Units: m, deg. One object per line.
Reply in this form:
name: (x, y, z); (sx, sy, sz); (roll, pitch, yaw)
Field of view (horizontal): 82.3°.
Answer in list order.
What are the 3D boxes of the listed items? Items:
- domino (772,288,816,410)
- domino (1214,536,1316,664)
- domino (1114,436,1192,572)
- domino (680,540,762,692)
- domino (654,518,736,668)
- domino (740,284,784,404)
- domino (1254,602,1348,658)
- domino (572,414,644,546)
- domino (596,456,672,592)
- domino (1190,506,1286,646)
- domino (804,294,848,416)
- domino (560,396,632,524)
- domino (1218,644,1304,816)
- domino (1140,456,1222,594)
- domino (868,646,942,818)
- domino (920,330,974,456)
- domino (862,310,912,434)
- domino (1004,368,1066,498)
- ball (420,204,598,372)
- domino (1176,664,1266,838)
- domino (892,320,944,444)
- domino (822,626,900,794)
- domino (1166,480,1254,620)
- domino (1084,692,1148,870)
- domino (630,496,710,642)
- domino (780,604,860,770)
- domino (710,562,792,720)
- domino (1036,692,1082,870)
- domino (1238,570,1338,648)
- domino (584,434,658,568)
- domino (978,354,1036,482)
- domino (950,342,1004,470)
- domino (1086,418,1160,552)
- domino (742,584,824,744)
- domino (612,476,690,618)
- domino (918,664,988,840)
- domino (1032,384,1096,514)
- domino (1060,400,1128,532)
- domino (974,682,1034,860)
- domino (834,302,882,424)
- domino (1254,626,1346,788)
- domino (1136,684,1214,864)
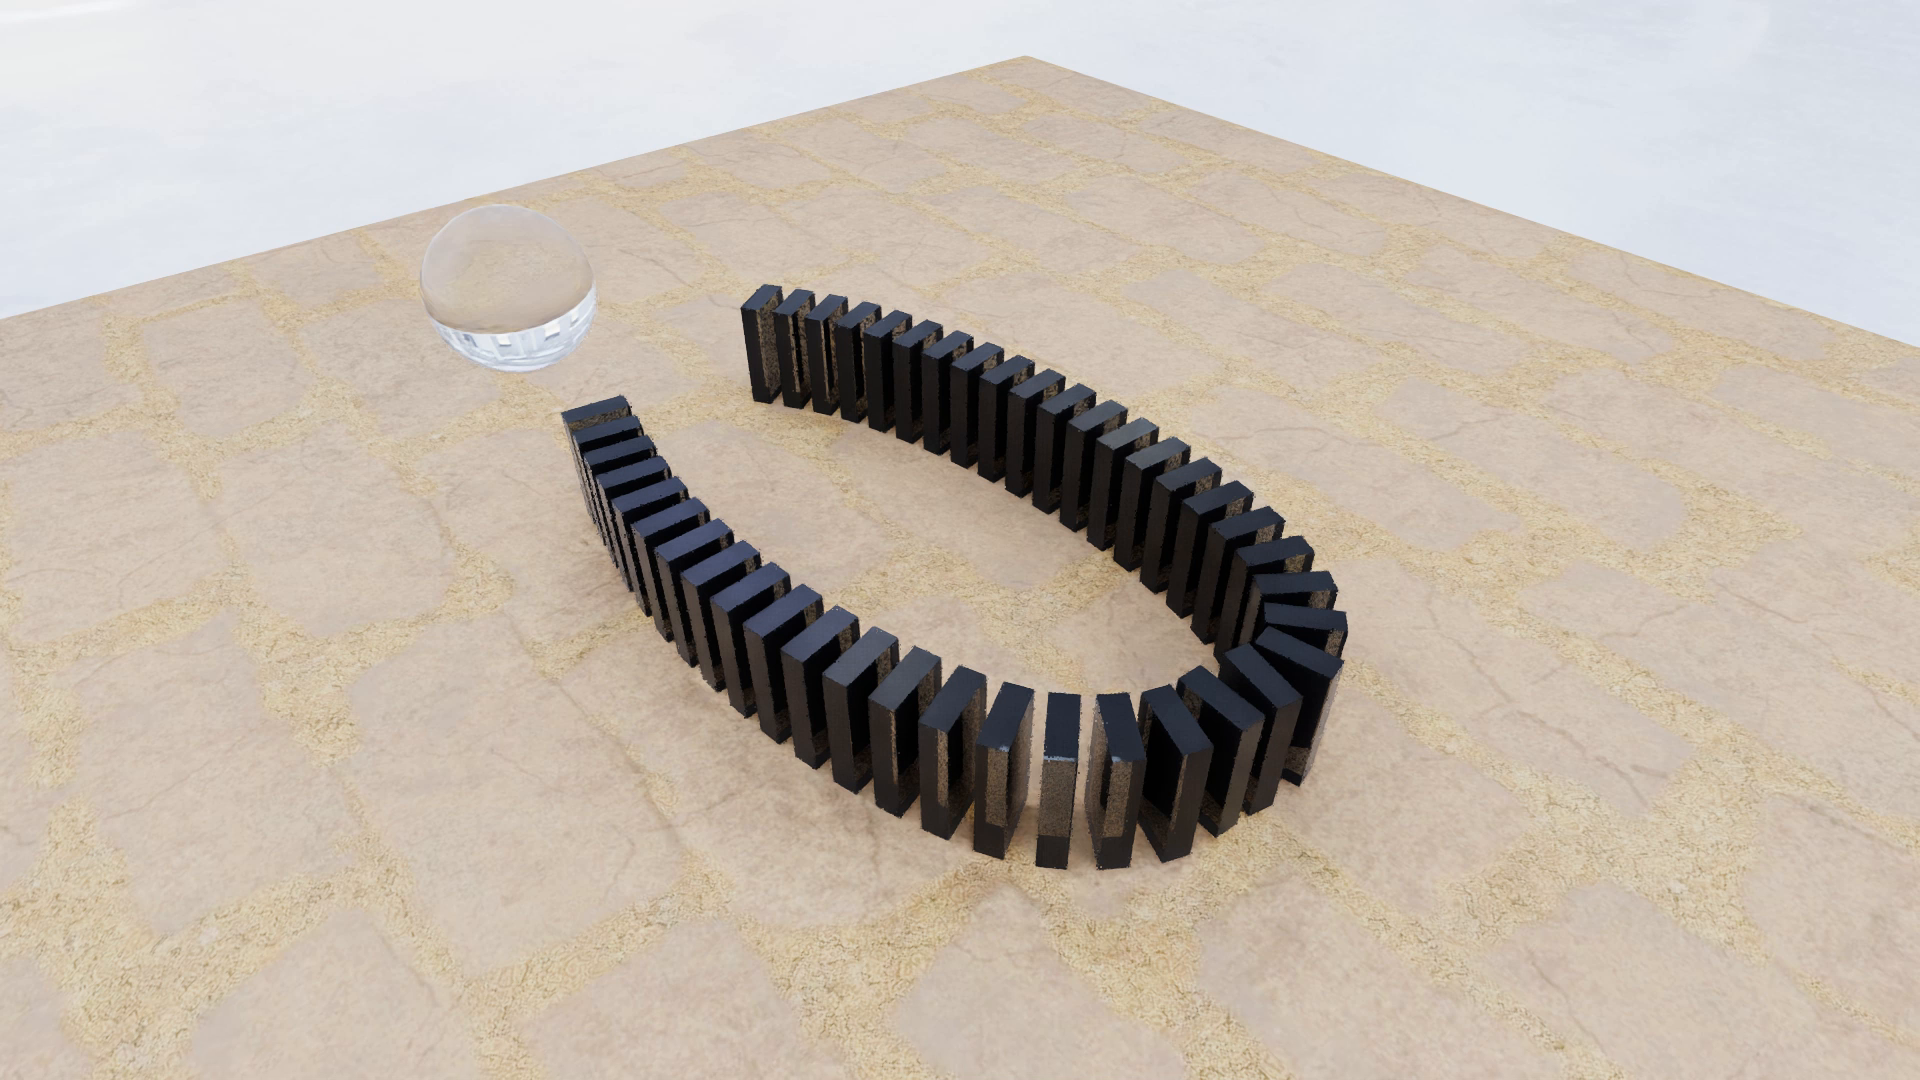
domino: (-0.076, -0.090, 0.522); (0.009, 0.050, 0.025); (12, 41, 14)
domino: (0.105, 0.023, 0.384); (0.025, 0.050, 0.009); (-11, 41, -14)
domino: (0.074, -0.013, 0.428); (0.025, 0.050, 0.009); (-24, 45, -27)
domino: (-0.079, 0.027, 0.379); (0.025, 0.050, 0.009); (-31, 49, -32)
domino: (-0.090, 0.019, 0.388); (0.025, 0.050, 0.009); (-29, 48, -31)
domino: (-0.092, -0.093, 0.526); (0.009, 0.050, 0.025); (11, 41, 13)
domino: (0.108, 0.043, 0.359); (0.025, 0.050, 0.009); (6, 40, 8)
domino: (-0.136, -0.024, 0.440); (0.025, 0.050, 0.009); (-20, 43, -22)
domino: (-0.120, -0.006, 0.418); (0.025, 0.050, 0.009); (-22, 44, -24)
domino: (0.099, 0.013, 0.395); (0.025, 0.050, 0.010); (-16, 42, -19)
domino: (-0.061, -0.087, 0.517); (0.010, 0.050, 0.025); (14, 41, 17)
domino: (-0.144, -0.033, 0.451); (0.025, 0.050, 0.010); (-21, 44, -24)
domino: (0.089, 0.059, 0.339); (0.009, 0.050, 0.025); (-18, 43, -21)
domino: (0.083, -0.005, 0.417); (0.025, 0.050, 0.010); (-22, 44, -24)
domino: (-0.016, 0.060, 0.339); (0.009, 0.050, 0.025); (21, 44, 24)
domino: (-0.005, -0.065, 0.491); (0.010, 0.050, 0.025); (26, 46, 28)
domino: (-0.032, -0.077, 0.506); (0.010, 0.050, 0.025); (22, 44, 24)
domino: (0.032, -0.045, 0.466); (0.009, 0.050, 0.025); (32, 49, 33)
ball: (-0.219, -0.122, 0.537); (0.080, 0.080, 0.080); (0, 39, 0)
domino: (0.075, 0.065, 0.333); (0.009, 0.050, 0.025); (-25, 46, -28)
domino: (-0.019, -0.071, 0.499); (0.010, 0.050, 0.025); (24, 45, 26)
domino: (-0.030, 0.054, 0.346); (0.009, 0.050, 0.025); (24, 45, 26)
domino: (0.092, 0.004, 0.407); (0.025, 0.050, 0.009); (-19, 43, -22)
domino: (0.045, 0.072, 0.324); (0.010, 0.050, 0.025); (-3, 39, -4)
domino: (-0.101, 0.011, 0.398); (0.025, 0.050, 0.009); (-27, 47, -29)
domino: (-0.043, 0.048, 0.353); (0.009, 0.050, 0.025); (26, 46, 28)
domino: (-0.068, 0.034, 0.370); (0.009, 0.050, 0.025); (32, 49, 33)
domino: (0.029, 0.071, 0.324); (0.010, 0.050, 0.025); (4, 40, 5)
domino: (0.109, 0.033, 0.371); (0.025, 0.050, 0.009); (-3, 39, -3)
domino: (-0.128, -0.015, 0.429); (0.025, 0.050, 0.010); (-20, 43, -23)
domino: (0.020, -0.052, 0.475); (0.009, 0.050, 0.025); (30, 48, 31)
domino: (0.007, -0.059, 0.483); (0.009, 0.050, 0.025); (28, 47, 30)
domino: (0.065, -0.022, 0.438); (0.025, 0.050, 0.009); (-27, 46, -29)
domino: (-0.056, 0.041, 0.361); (0.010, 0.050, 0.025); (29, 48, 31)
domino: (-0.111, 0.003, 0.408); (0.025, 0.050, 0.010); (-24, 45, -26)
domino: (-0.002, 0.065, 0.332); (0.010, 0.050, 0.025); (18, 43, 21)
domino: (0.043, -0.037, 0.457); (0.025, 0.050, 0.009); (-31, 48, -32)
domino: (0.054, -0.030, 0.448); (0.025, 0.050, 0.009); (-29, 47, -31)
domino: (0.013, 0.069, 0.327); (0.010, 0.050, 0.025); (13, 41, 15)
domino: (-0.046, -0.082, 0.512); (0.009, 0.050, 0.025); (19, 43, 22)
domino: (0.102, 0.053, 0.347); (0.025, 0.050, 0.009); (26, 46, 28)
domino: (0.061, 0.070, 0.326); (0.010, 0.050, 0.025); (-13, 41, -15)
